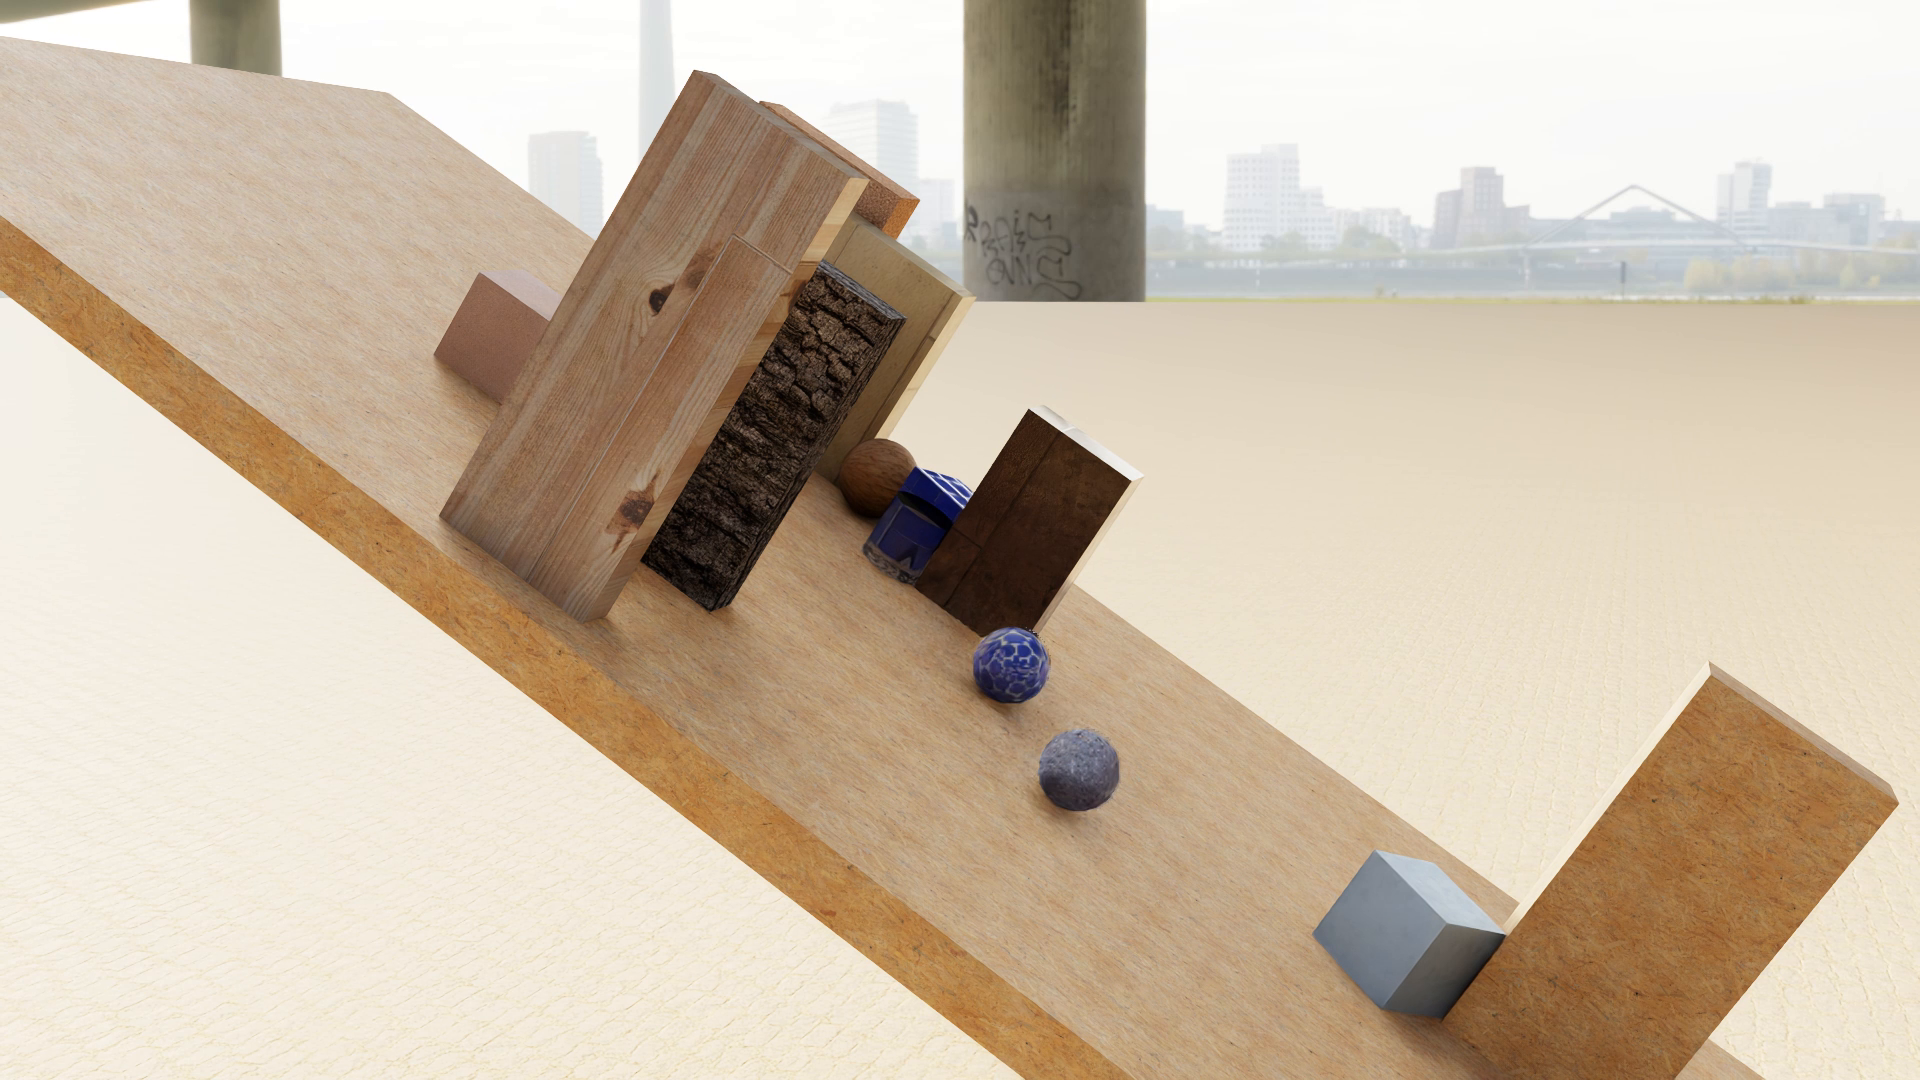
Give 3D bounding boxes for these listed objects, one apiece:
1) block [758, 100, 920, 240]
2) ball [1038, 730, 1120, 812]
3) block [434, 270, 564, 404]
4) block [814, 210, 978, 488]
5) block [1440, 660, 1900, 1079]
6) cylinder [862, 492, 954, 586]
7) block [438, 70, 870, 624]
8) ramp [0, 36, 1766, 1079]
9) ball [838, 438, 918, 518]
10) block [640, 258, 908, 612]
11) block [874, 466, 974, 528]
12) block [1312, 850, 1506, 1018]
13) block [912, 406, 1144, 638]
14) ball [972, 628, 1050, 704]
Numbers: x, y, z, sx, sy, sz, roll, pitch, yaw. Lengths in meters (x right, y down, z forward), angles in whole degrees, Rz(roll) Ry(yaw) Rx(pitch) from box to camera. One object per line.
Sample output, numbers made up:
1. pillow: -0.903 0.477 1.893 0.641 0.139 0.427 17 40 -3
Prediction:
1. block: -0.404 -0.614 4.819 0.383 0.561 0.131 36 15 10
2. ball: 0.202 0.390 3.727 0.139 0.139 0.139 0 7 0
3. block: -0.801 -0.365 3.979 0.176 0.176 0.176 35 15 8
4. block: -0.264 -0.420 4.643 0.395 0.485 0.101 36 15 10
5. block: 1.211 0.632 3.798 0.360 0.772 0.146 36 15 10
6. cylinder: -0.102 -0.004 4.348 0.134 0.134 0.134 30 15 -9
7. block: -0.458 -0.276 3.235 0.282 0.780 0.083 36 15 10
8. ramp: -0.123 0.208 4.097 4.000 0.100 2.000 36 15 10
9. ball: -0.167 -0.128 4.542 0.166 0.166 0.166 0 7 0
10. block: -0.357 -0.199 3.593 0.277 0.575 0.086 36 15 10
11. block: -0.040 -0.028 4.492 0.159 0.159 0.159 43 16 32
12. block: 0.787 0.693 3.861 0.195 0.195 0.195 18 21 -44
13. block: 0.134 -0.016 4.304 0.244 0.426 0.118 36 15 10
14. ball: 0.093 0.229 4.006 0.140 0.140 0.140 0 7 0
